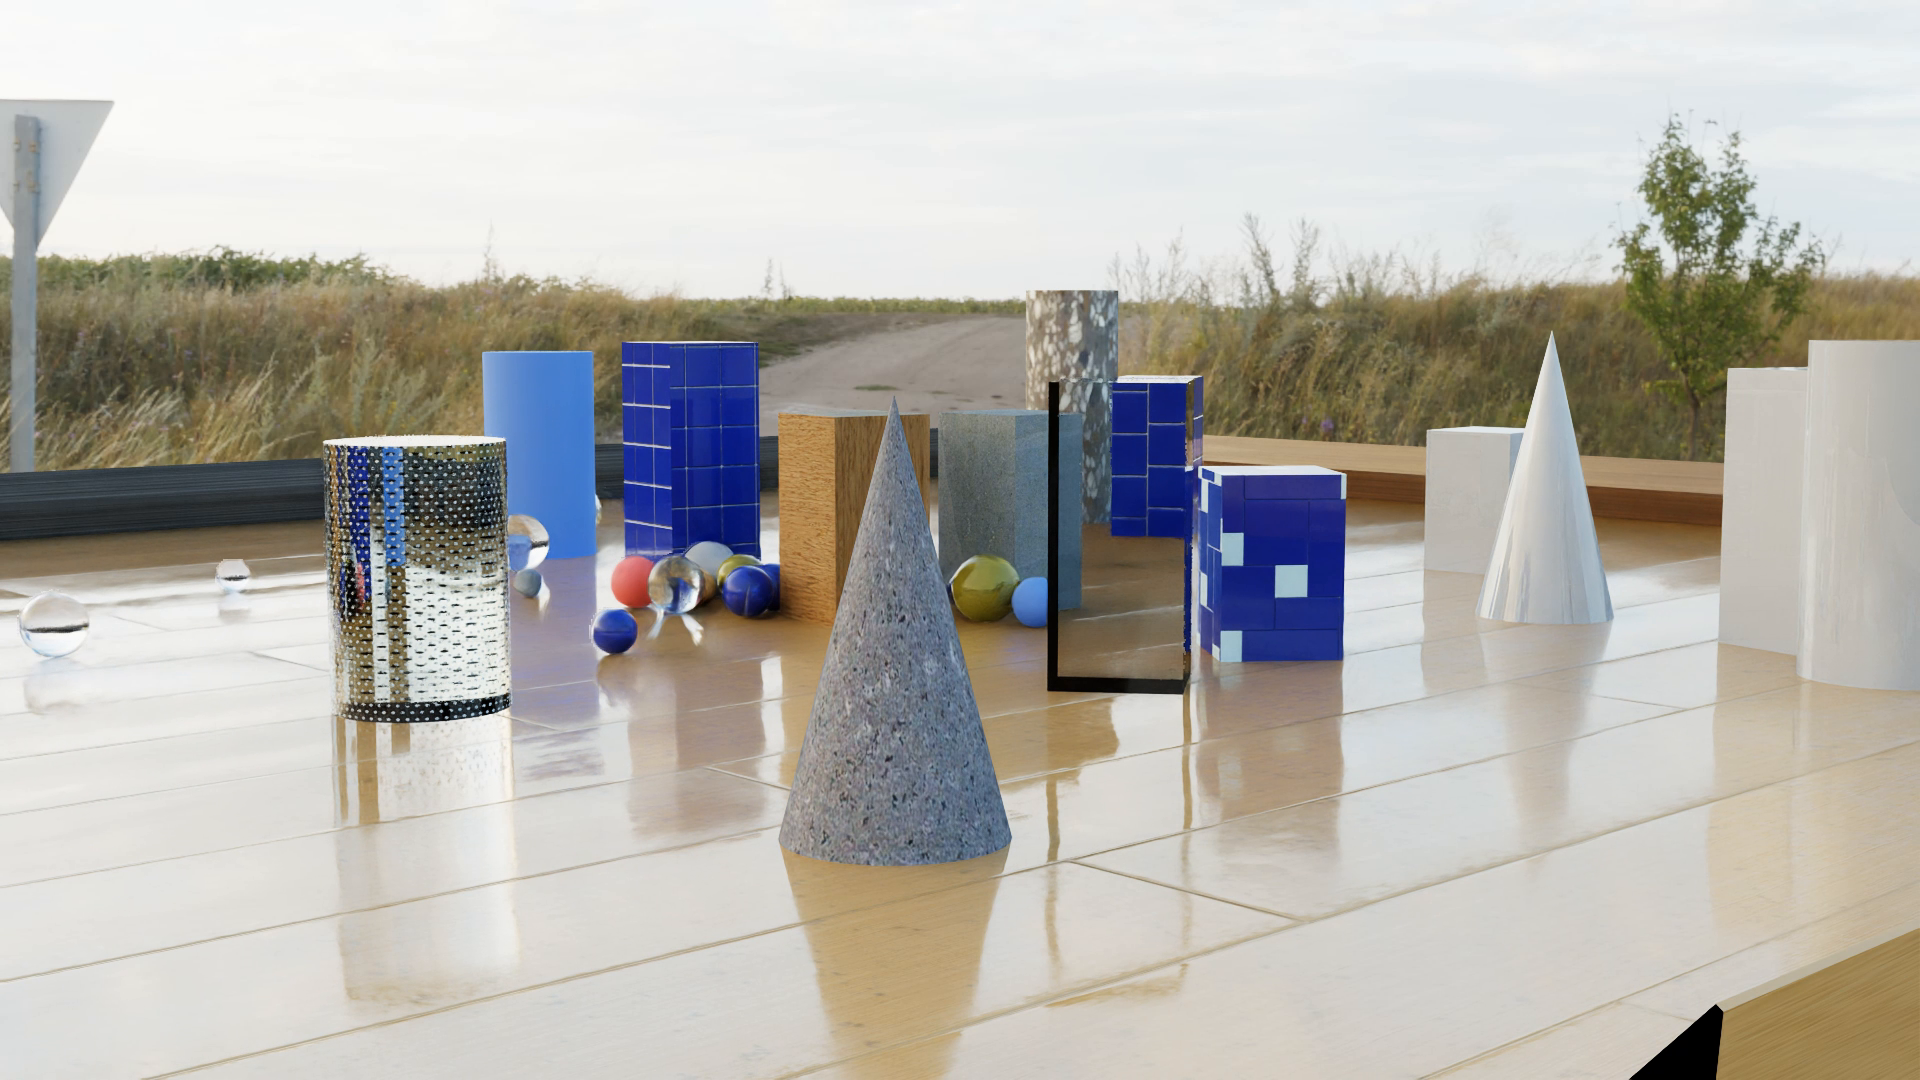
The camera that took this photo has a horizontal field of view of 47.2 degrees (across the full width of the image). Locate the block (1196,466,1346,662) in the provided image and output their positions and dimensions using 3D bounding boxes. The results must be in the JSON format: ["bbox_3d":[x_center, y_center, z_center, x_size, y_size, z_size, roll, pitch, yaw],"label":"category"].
[{"bbox_3d":[0.404,0.028,2.870,0.159,0.238,0.159,-1,6,-5],"label":"block"}]

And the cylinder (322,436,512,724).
[{"bbox_3d":[-0.607,0.039,2.465,0.198,0.300,0.198,0,6,0],"label":"cylinder"}]

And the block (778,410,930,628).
[{"bbox_3d":[-0.154,-0.035,3.191,0.159,0.297,0.159,-4,7,-34],"label":"block"}]

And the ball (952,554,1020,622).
[{"bbox_3d":[0.038,0.069,3.148,0.098,0.098,0.098,0,6,0],"label":"ball"}]

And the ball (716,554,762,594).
[{"bbox_3d":[-0.332,0.059,3.344,0.077,0.077,0.077,0,6,0],"label":"ball"}]

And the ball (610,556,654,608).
[{"bbox_3d":[-0.485,0.064,3.301,0.078,0.078,0.078,0,6,0],"label":"ball"}]

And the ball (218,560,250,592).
[{"bbox_3d":[-1.155,0.057,3.495,0.050,0.050,0.050,0,6,0],"label":"ball"}]

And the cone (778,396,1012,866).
[{"bbox_3d":[-0.055,0.065,1.849,0.198,0.376,0.198,0,6,0],"label":"cone"}]

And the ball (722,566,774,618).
[{"bbox_3d":[-0.308,0.075,3.201,0.075,0.075,0.075,0,6,0],"label":"ball"}]

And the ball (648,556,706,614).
[{"bbox_3d":[-0.418,0.066,3.241,0.086,0.086,0.086,0,6,0],"label":"ball"}]

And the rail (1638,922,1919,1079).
[{"bbox_3d":[1.309,0.181,1.921,3.988,0.129,0.045,-5,8,-42],"label":"rail"}]

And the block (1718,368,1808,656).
[{"bbox_3d":[1.129,-0.042,2.913,0.159,0.368,0.159,-3,7,-28],"label":"block"}]

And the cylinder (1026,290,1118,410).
[{"bbox_3d":[0.240,-0.291,4.729,0.198,0.487,0.198,0,6,0],"label":"cylinder"}]

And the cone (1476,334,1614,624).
[{"bbox_3d":[0.858,-0.097,3.210,0.198,0.417,0.198,0,6,0],"label":"cone"}]

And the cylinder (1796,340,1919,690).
[{"bbox_3d":[1.126,-0.036,2.664,0.198,0.409,0.198,0,6,0],"label":"cylinder"}]

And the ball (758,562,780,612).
[{"bbox_3d":[-0.278,0.070,3.269,0.072,0.072,0.072,0,6,0],"label":"ball"}]

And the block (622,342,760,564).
[{"bbox_3d":[-0.430,-0.118,3.515,0.159,0.395,0.159,-4,7,-36],"label":"block"}]

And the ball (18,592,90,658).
[{"bbox_3d":[-1.165,0.109,2.829,0.085,0.085,0.085,0,6,0],"label":"ball"}]

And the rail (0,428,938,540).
[{"bbox_3d":[-1.309,-0.114,4.743,3.988,0.129,0.045,-5,8,-42],"label":"rail"}]

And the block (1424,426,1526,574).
[{"bbox_3d":[0.915,-0.070,3.796,0.159,0.240,0.159,5,8,42],"label":"block"}]

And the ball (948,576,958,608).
[{"bbox_3d":[0.012,0.075,3.273,0.061,0.061,0.061,0,6,0],"label":"ball"}]

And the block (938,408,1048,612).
[{"bbox_3d":[0.079,-0.049,3.349,0.159,0.291,0.159,6,8,44],"label":"block"}]

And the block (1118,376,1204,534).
[{"bbox_3d":[0.403,-0.175,4.457,0.159,0.312,0.159,1,6,13],"label":"block"}]

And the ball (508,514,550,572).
[{"bbox_3d":[-0.751,0.006,3.754,0.099,0.099,0.099,0,6,0],"label":"ball"}]

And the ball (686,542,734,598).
[{"bbox_3d":[-0.387,0.046,3.409,0.089,0.089,0.089,0,6,0],"label":"ball"}]

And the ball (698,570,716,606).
[{"bbox_3d":[-0.397,0.072,3.316,0.057,0.057,0.057,0,6,0],"label":"ball"}]

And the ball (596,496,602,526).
[{"bbox_3d":[-0.761,-0.057,4.384,0.094,0.094,0.094,0,6,0],"label":"ball"}]

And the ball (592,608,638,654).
[{"bbox_3d":[-0.449,0.119,2.860,0.060,0.060,0.060,0,6,0],"label":"ball"}]

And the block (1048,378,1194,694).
[{"bbox_3d":[0.193,-0.009,2.629,0.159,0.362,0.159,1,6,9],"label":"block"}]

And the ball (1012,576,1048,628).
[{"bbox_3d":[0.108,0.087,3.102,0.072,0.072,0.072,0,6,0],"label":"ball"}]

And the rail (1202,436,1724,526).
[{"bbox_3d":[1.448,-0.105,4.661,0.045,0.129,3.908,-5,8,-42],"label":"rail"}]

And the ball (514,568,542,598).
[{"bbox_3d":[-0.674,0.067,3.428,0.044,0.044,0.044,0,6,0],"label":"ball"}]

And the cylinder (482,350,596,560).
[{"bbox_3d":[-0.769,-0.159,4.027,0.198,0.370,0.198,0,6,0],"label":"cylinder"}]
